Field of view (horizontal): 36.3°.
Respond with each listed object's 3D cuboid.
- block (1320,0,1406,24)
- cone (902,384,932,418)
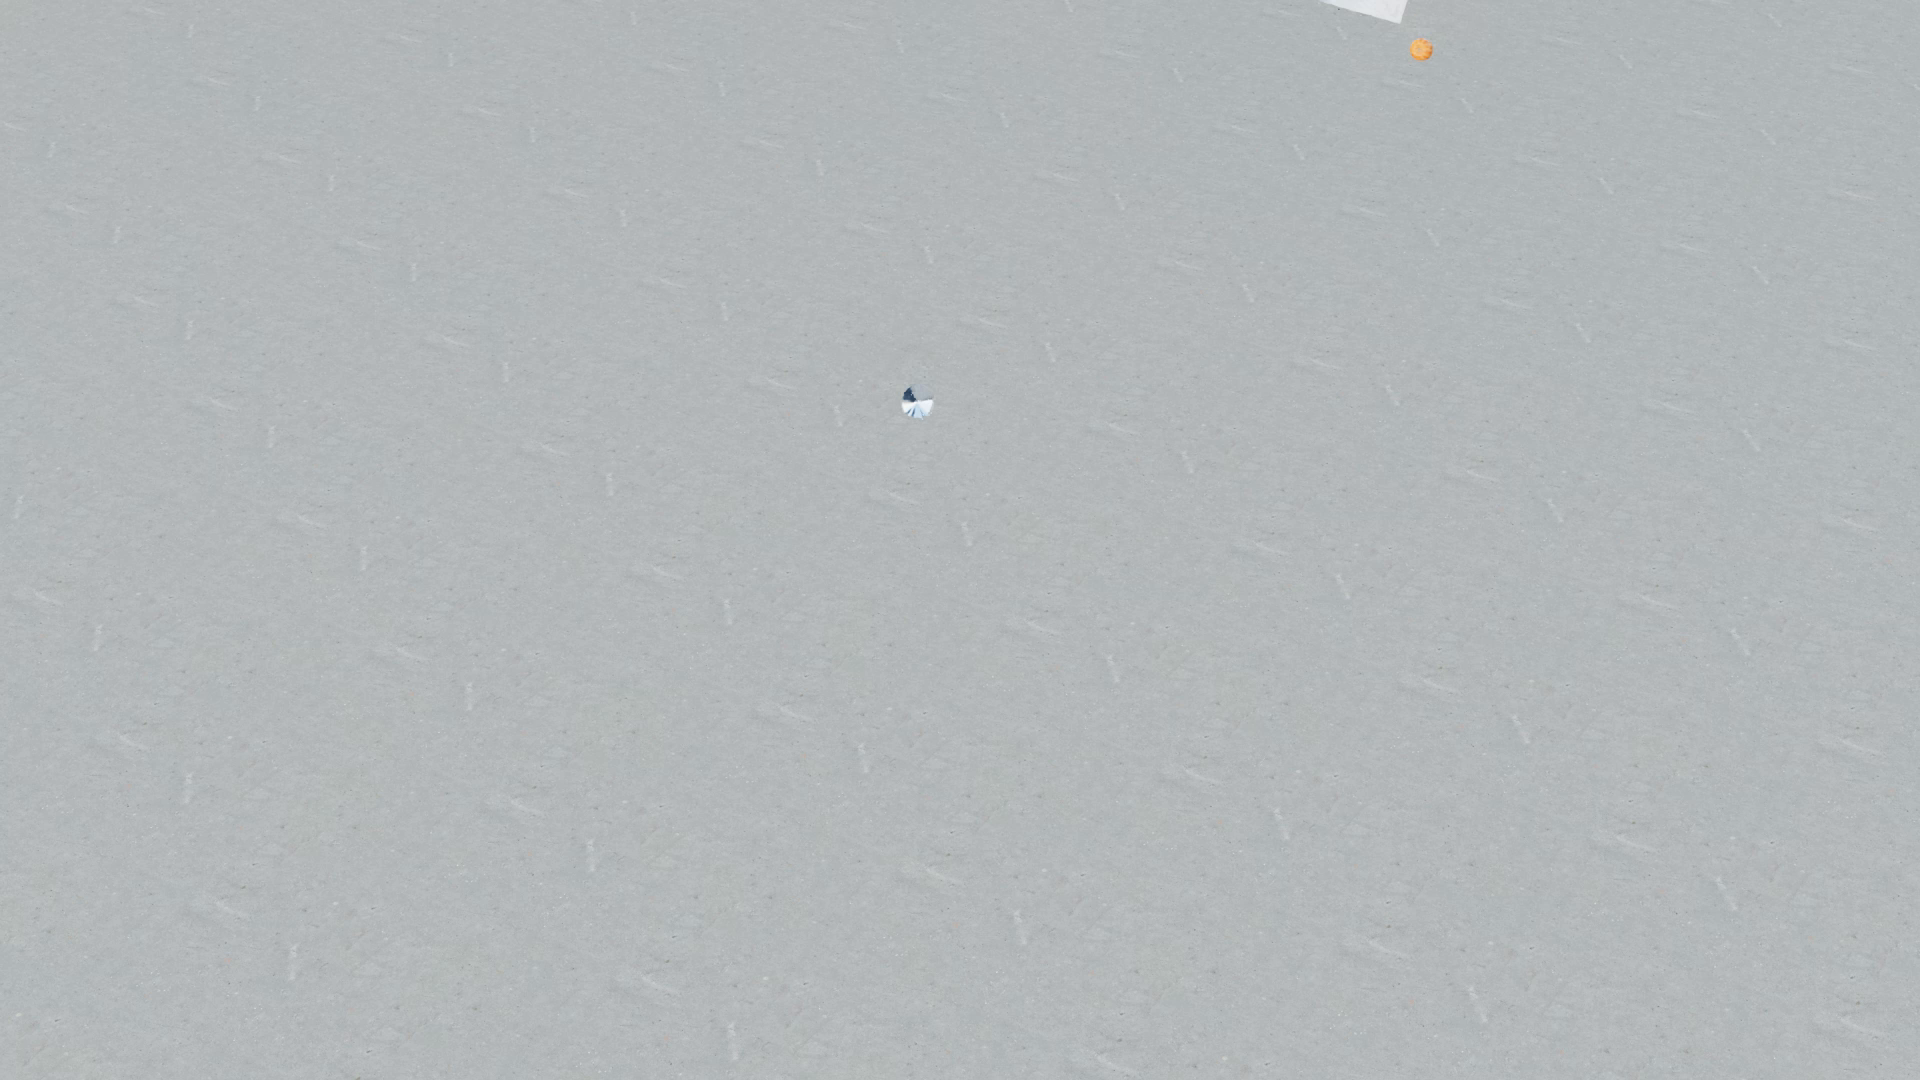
[{"bbox_3d":[1.102,-1.586,8.198,0.315,0.185,0.275,16,15,3],"label":"block"},{"bbox_3d":[-0.118,-0.374,7.977,0.082,0.096,0.040,17,-11,-5],"label":"cone"}]
